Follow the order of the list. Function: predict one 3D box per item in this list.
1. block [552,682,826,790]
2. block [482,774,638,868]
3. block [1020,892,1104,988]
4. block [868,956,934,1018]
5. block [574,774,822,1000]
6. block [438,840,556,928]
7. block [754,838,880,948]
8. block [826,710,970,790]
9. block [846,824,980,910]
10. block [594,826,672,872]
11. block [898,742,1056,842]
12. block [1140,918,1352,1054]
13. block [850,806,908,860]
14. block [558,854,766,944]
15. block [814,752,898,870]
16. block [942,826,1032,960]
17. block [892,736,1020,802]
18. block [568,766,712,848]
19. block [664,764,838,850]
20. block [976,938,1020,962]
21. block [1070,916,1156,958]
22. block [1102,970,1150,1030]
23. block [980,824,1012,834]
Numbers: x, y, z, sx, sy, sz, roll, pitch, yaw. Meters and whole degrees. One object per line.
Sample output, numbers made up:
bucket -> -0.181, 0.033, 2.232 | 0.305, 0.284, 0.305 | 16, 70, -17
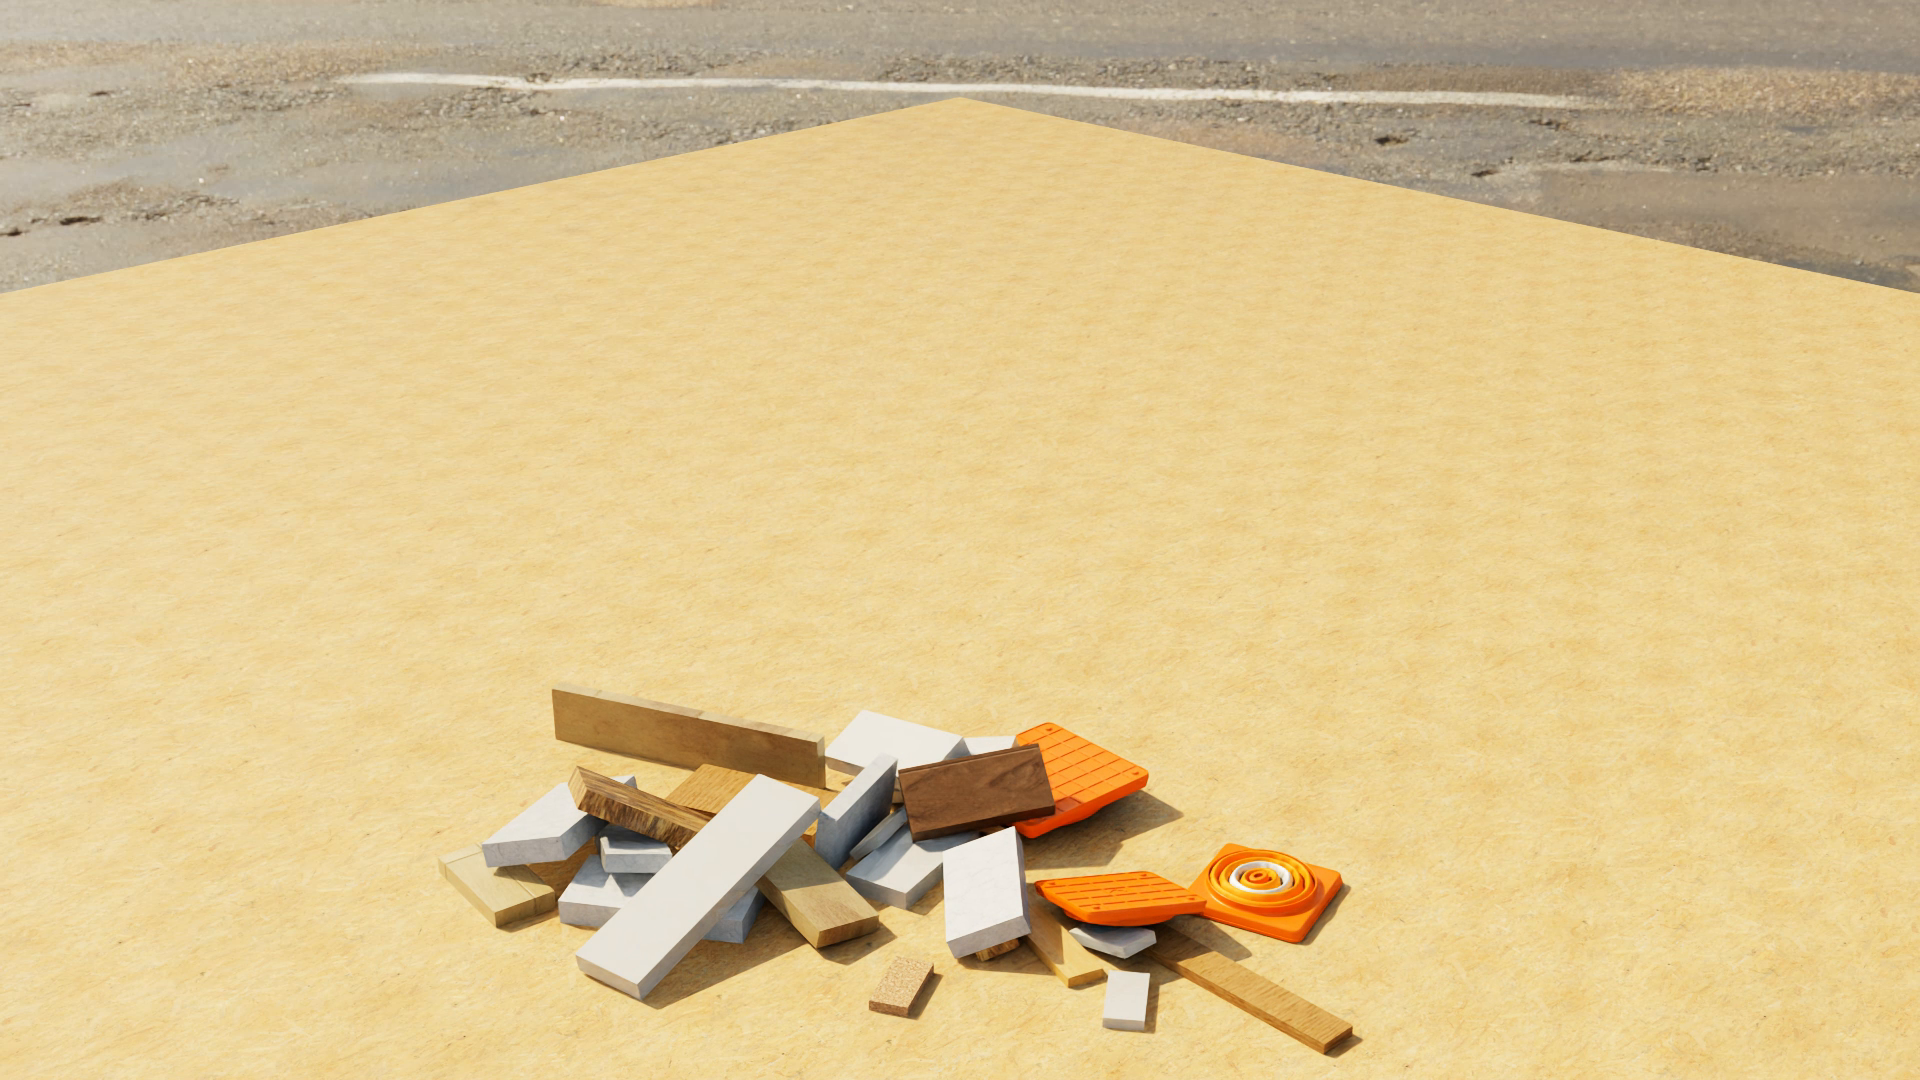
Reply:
block -> -0.575, 0.415, 4.626 | 0.631, 0.123, 0.035 | 9, 25, 21
block -> -0.776, 0.547, 4.298 | 0.169, 0.048, 0.337 | -8, 12, 18
block -> 0.160, 0.728, 4.018 | 0.072, 0.020, 0.280 | -11, 25, -24
block -> -0.103, 0.787, 3.880 | 0.072, 0.020, 0.144 | 7, 24, 16
block -> -0.474, 0.629, 4.050 | 0.148, 0.042, 0.532 | 18, 43, 30
block -> -0.883, 0.650, 4.185 | 0.123, 0.035, 0.246 | -16, 28, -34
block -> -0.285, 0.653, 4.098 | 0.135, 0.038, 0.271 | -9, 32, -38
block -> -0.134, 0.436, 4.505 | 0.284, 0.040, 0.142 | 11, 46, 41
block -> -0.090, 0.618, 4.254 | 0.135, 0.038, 0.271 | 13, 26, 28
block -> -0.628, 0.591, 4.214 | 0.123, 0.035, 0.246 | 2, 5, -14
block -> 0.032, 0.495, 4.315 | 0.284, 0.040, 0.142 | -10, 56, -7
block -> 0.486, 0.784, 3.885 | 0.078, 0.022, 0.457 | -20, 30, -39
block -> -0.148, 0.571, 4.327 | 0.078, 0.022, 0.157 | -36, 1, 35
block -> -0.554, 0.670, 4.120 | 0.353, 0.048, 0.169 | 4, 23, 10
block -> -0.205, 0.539, 4.312 | 0.038, 0.135, 0.271 | 18, 28, 18
block -> 0.047, 0.651, 4.080 | 0.148, 0.042, 0.295 | -21, 24, 8
block -> -0.029, 0.467, 4.470 | 0.284, 0.040, 0.142 | -5, 37, 26
block -> -0.606, 0.529, 4.249 | 0.295, 0.042, 0.148 | 25, 4, -21
block -> -0.409, 0.541, 4.425 | 0.338, 0.048, 0.169 | 10, 25, 22
block -> 0.060, 0.707, 4.031 | 0.078, 0.022, 0.157 | -23, 24, 3
block -> 0.276, 0.719, 3.983 | 0.076, 0.022, 0.152 | -20, 14, -34
block -> 0.291, 0.804, 3.841 | 0.072, 0.020, 0.144 | 3, 23, 7
block -> 0.024, 0.553, 4.348 | 0.152, 0.022, 0.076 | 19, -2, 13
